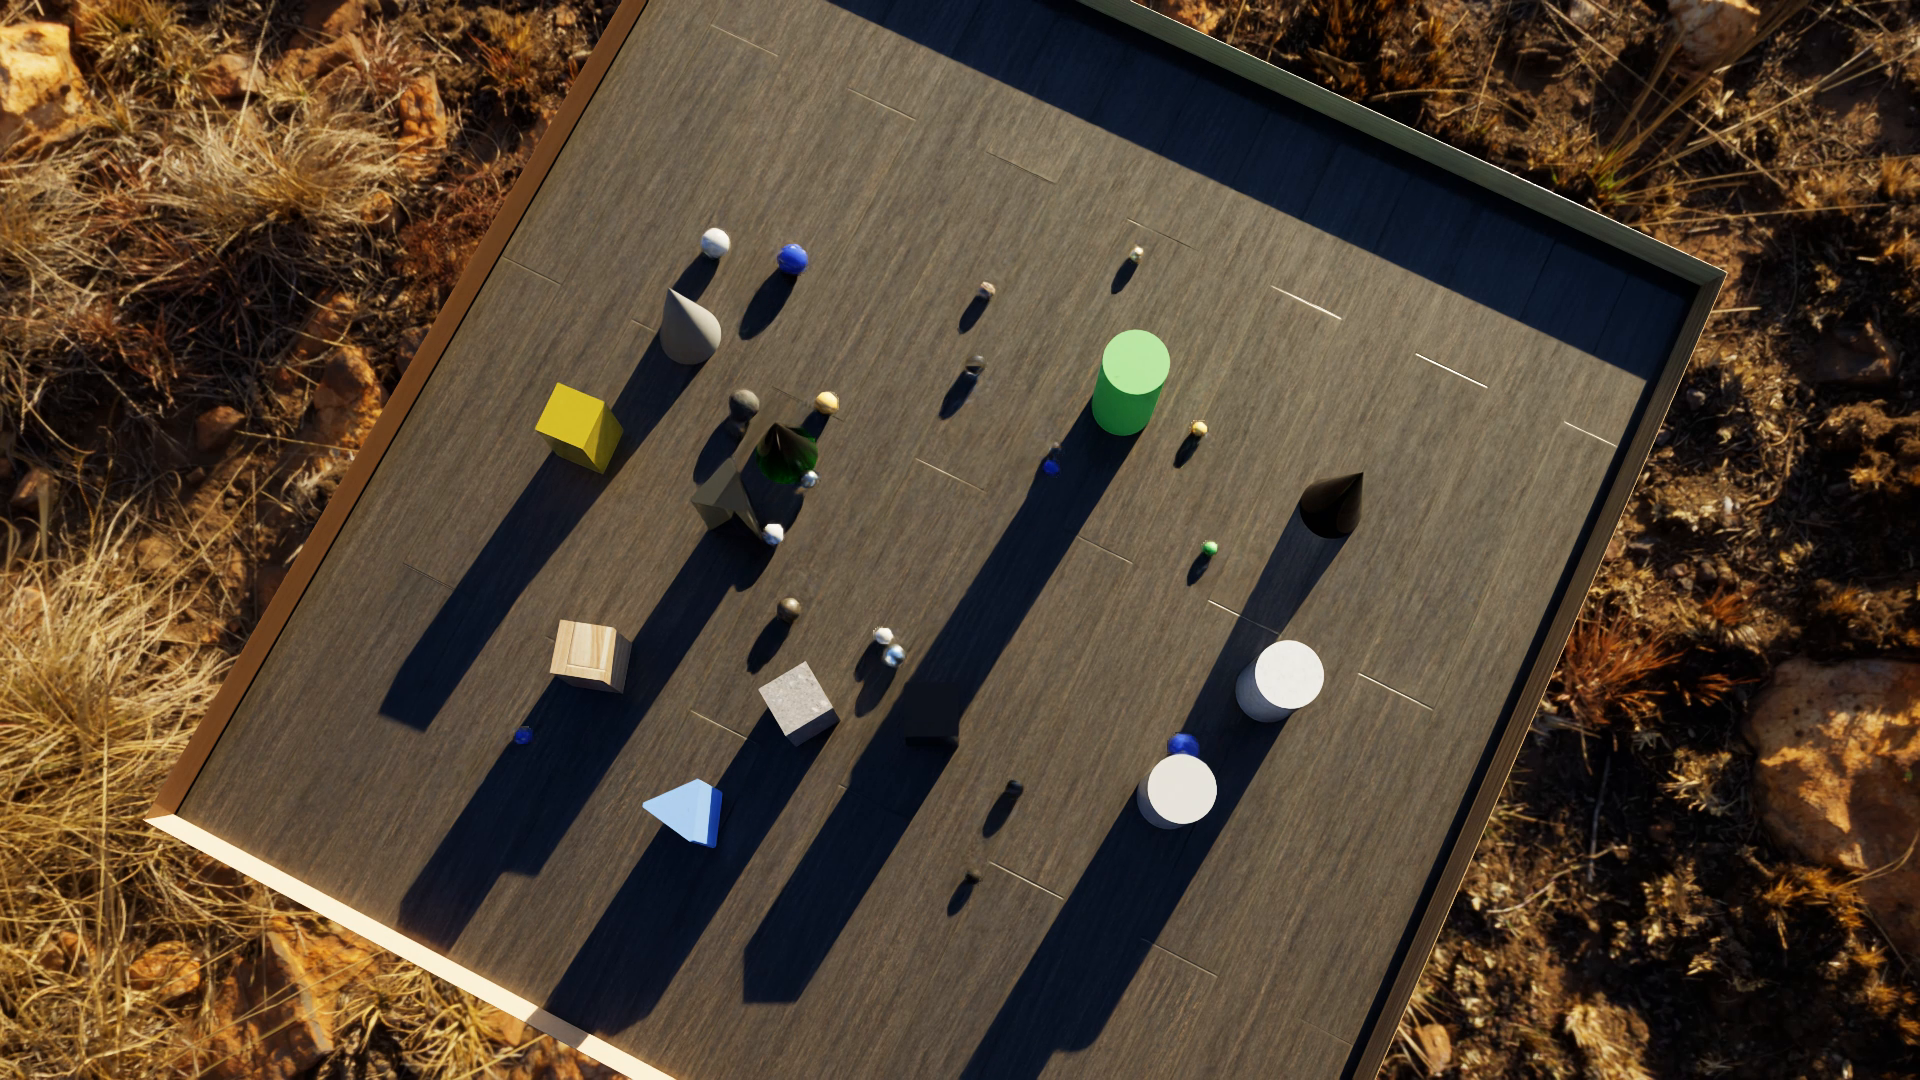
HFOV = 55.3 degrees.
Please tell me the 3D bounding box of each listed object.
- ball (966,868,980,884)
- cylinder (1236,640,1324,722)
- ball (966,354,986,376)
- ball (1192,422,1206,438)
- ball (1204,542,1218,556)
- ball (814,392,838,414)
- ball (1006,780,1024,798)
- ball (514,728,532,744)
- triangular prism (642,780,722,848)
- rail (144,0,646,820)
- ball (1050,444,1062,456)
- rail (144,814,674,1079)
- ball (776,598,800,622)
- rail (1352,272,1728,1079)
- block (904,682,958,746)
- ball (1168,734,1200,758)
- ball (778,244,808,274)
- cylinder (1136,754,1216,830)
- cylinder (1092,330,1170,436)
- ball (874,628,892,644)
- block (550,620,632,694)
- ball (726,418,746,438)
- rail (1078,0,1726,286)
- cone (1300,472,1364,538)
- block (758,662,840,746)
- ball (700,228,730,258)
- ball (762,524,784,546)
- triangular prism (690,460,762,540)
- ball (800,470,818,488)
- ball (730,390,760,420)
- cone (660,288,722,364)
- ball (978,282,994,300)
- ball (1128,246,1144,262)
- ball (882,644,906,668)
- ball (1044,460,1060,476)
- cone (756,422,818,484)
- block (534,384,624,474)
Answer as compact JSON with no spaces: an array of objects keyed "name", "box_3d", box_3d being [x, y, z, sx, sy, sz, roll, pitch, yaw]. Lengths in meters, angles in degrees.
[{"name":"ball","box_3d":[0.039,0.990,5.389,0.045,0.045,0.045,0,78,0]},{"name":"cylinder","box_3d":[0.926,0.416,5.337,0.193,0.379,0.193,0,78,0]},{"name":"ball","box_3d":[0.049,-0.544,5.696,0.065,0.065,0.065,0,78,0]},{"name":"ball","box_3d":[0.740,-0.341,5.663,0.046,0.046,0.046,0,78,0]},{"name":"ball","box_3d":[0.764,0.027,5.589,0.043,0.043,0.043,0,78,0]},{"name":"ball","box_3d":[-0.414,-0.423,5.669,0.070,0.070,0.070,0,78,0]},{"name":"ball","box_3d":[0.163,0.738,5.435,0.056,0.056,0.056,0,78,0]},{"name":"ball","box_3d":[-1.304,0.586,5.470,0.050,0.050,0.050,0,78,0]},{"name":"triangular prism","box_3d":[-0.753,0.759,5.216,0.167,0.477,0.145,35,80,7]},{"name":"rail","box_3d":[-1.542,-0.748,5.706,0.045,0.125,3.621,26,80,5]},{"name":"ball","box_3d":[0.297,-0.278,5.653,0.041,0.041,0.041,0,78,0]},{"name":"rail","box_3d":[-0.799,1.572,5.226,3.495,0.125,0.045,26,80,5]},{"name":"ball","box_3d":[-0.518,0.210,5.535,0.074,0.074,0.074,0,78,0]},{"name":"rail","box_3d":[1.542,0.762,5.394,0.045,0.125,3.621,26,80,5]},{"name":"block","box_3d":[-0.081,0.512,5.360,0.154,0.296,0.154,0,78,0]},{"name":"ball","box_3d":[0.666,0.621,5.441,0.093,0.093,0.093,0,78,0]},{"name":"ball","box_3d":[-0.525,-0.880,5.749,0.097,0.097,0.097,0,78,0]},{"name":"cylinder","box_3d":[0.622,0.731,5.294,0.193,0.336,0.193,0,78,0]},{"name":"cylinder","box_3d":[0.505,-0.464,5.478,0.193,0.459,0.193,0,78,0]},{"name":"ball","box_3d":[-0.230,0.290,5.529,0.053,0.053,0.053,0,78,0]},{"name":"block","box_3d":[-1.081,0.346,5.386,0.154,0.310,0.154,8,78,2]},{"name":"ball","box_3d":[-0.692,-0.345,5.657,0.059,0.059,0.059,0,78,0]},{"name":"rail","box_3d":[0.799,-1.558,5.874,3.495,0.125,0.045,26,80,5]},{"name":"cone","box_3d":[1.141,-0.145,5.409,0.193,0.466,0.193,0,78,0]},{"name":"block","box_3d":[-0.465,0.482,5.344,0.154,0.338,0.154,-30,80,-6]},{"name":"ball","box_3d":[-0.770,-0.932,5.762,0.092,0.092,0.092,0,78,0]},{"name":"ball","box_3d":[-0.570,-0.017,5.586,0.067,0.067,0.067,0,78,0]},{"name":"triangular prism","box_3d":[-0.673,-0.126,5.438,0.167,0.401,0.145,11,79,2]},{"name":"ball","box_3d":[-0.463,-0.186,5.609,0.058,0.058,0.058,0,78,0]},{"name":"ball","box_3d":[-0.665,-0.417,5.656,0.092,0.092,0.092,0,78,0]},{"name":"cone","box_3d":[-0.846,-0.688,5.532,0.193,0.445,0.193,0,78,0]},{"name":"ball","box_3d":[0.082,-0.782,5.752,0.052,0.052,0.052,0,78,0]},{"name":"ball","box_3d":[0.557,-0.900,5.778,0.048,0.048,0.048,0,78,0]},{"name":"ball","box_3d":[-0.198,0.349,5.509,0.070,0.070,0.070,0,78,0]},{"name":"ball","box_3d":[0.281,-0.222,5.638,0.048,0.048,0.048,0,78,0]},{"name":"cone","box_3d":[-0.536,-0.304,5.492,0.193,0.367,0.193,0,78,0]},{"name":"block","box_3d":[-1.143,-0.332,5.524,0.154,0.316,0.154,22,79,5]}]
